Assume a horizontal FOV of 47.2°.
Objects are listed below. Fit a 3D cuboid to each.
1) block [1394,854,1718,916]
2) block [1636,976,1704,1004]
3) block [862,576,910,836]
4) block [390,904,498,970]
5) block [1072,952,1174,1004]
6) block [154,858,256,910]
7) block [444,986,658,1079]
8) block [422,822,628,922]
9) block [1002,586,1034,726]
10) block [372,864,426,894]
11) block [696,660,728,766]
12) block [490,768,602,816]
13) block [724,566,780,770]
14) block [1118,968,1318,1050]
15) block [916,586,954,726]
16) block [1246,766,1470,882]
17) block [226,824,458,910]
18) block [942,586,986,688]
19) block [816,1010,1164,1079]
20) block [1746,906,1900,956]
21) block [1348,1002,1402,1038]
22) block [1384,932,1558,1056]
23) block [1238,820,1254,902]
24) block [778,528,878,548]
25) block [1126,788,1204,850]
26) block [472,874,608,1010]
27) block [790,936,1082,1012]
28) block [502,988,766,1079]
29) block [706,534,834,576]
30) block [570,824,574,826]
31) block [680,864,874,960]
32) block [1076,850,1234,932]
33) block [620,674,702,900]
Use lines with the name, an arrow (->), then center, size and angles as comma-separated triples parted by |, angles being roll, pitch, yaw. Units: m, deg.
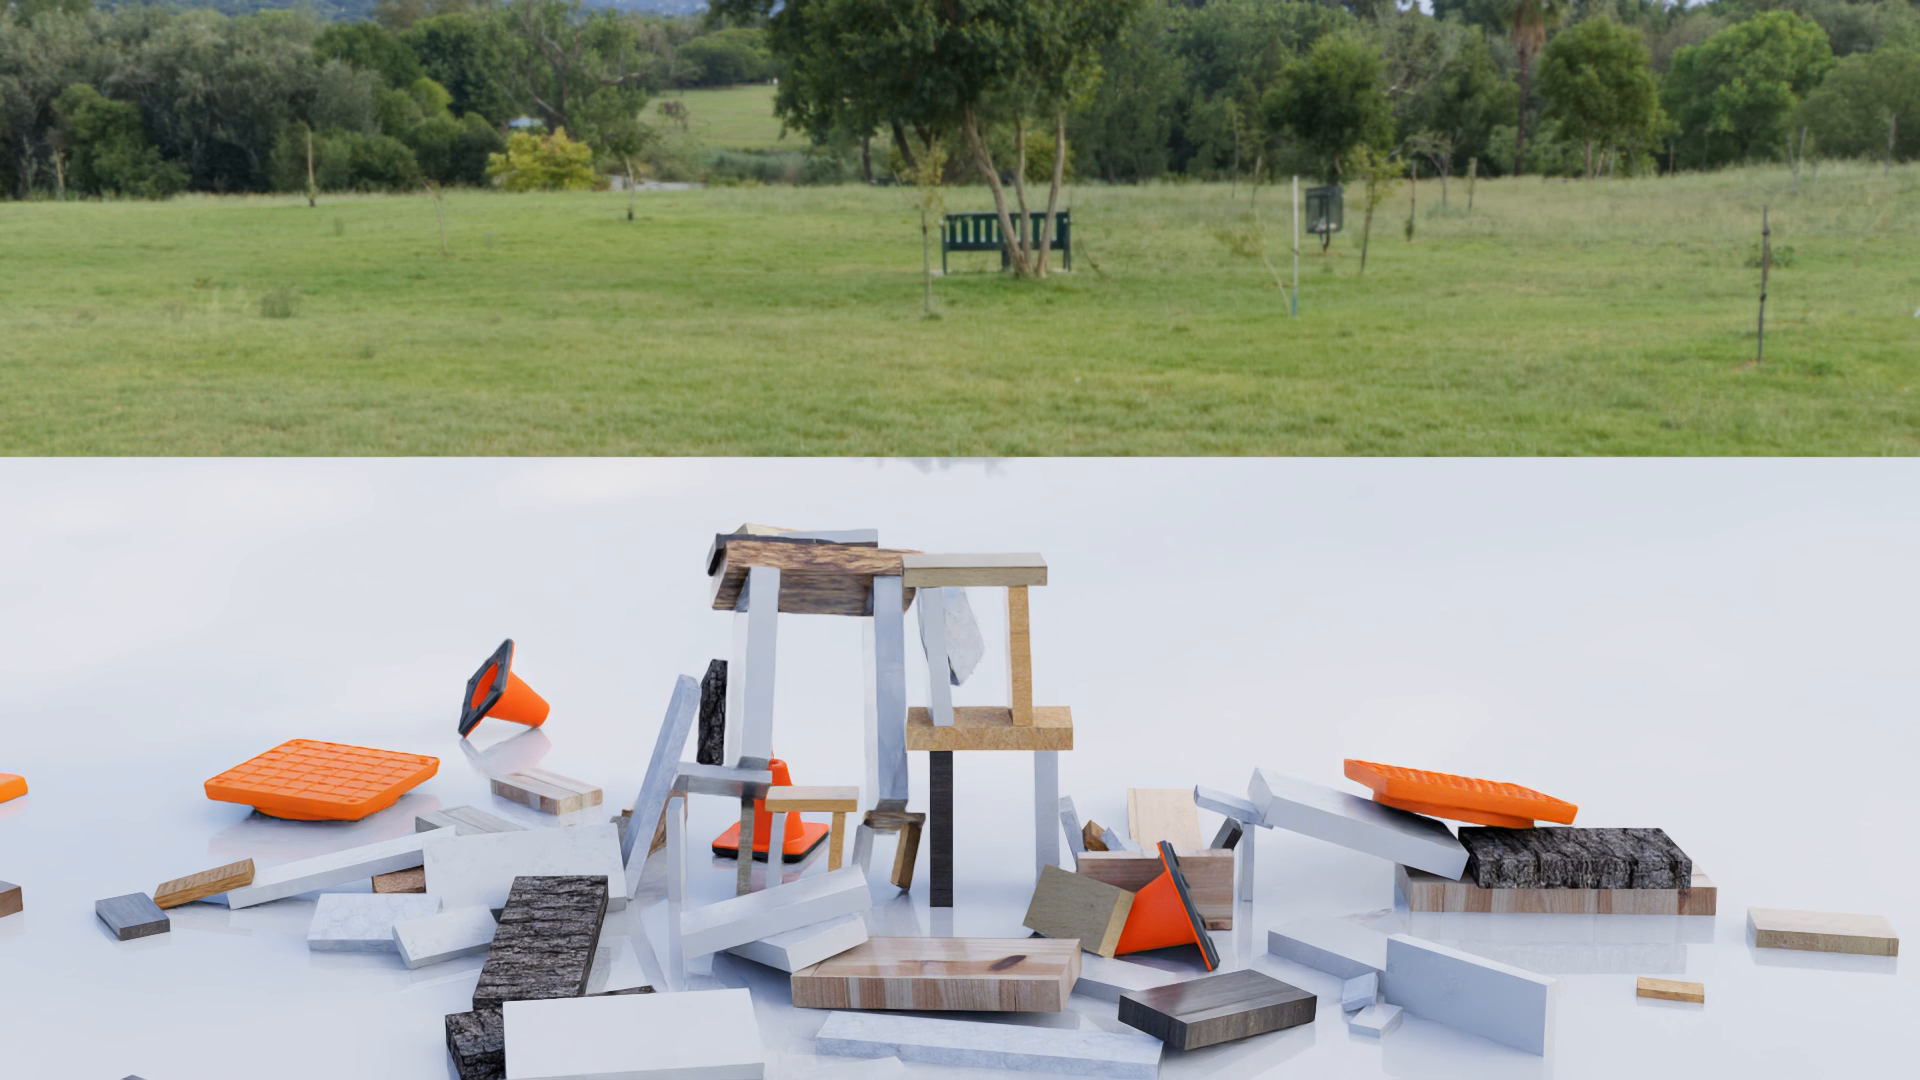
block -> 0.983, 0.568, 3.655 | 0.491, 0.048, 0.170 | 0, 11, 2
block -> 1.046, 0.663, 3.240 | 0.094, 0.013, 0.047 | 3, 11, 16
block -> -0.131, 0.286, 3.805 | 0.050, 0.411, 0.175 | 2, -28, -9
block -> -0.790, 0.612, 3.395 | 0.153, 0.022, 0.077 | -7, 43, -35
block -> 0.215, 0.651, 3.268 | 0.184, 0.026, 0.092 | 7, 12, 32
block -> -1.247, 0.568, 3.632 | 0.153, 0.022, 0.076 | -15, 12, -10
block -> -0.553, 0.684, 3.049 | 0.293, 0.042, 0.147 | -4, 12, -21
block -> -0.709, 0.545, 3.578 | 0.314, 0.041, 0.146 | -3, 48, -16
block -> 0.094, 0.177, 3.578 | 0.032, 0.228, 0.114 | -3, 11, -3
block -> -0.821, 0.563, 3.651 | 0.292, 0.041, 0.146 | -7, 10, -19
block -> -0.419, 0.309, 3.709 | 0.027, 0.193, 0.096 | 9, -33, -15
block -> -0.788, 0.478, 4.191 | 0.210, 0.030, 0.105 | 10, 14, 42
block -> -0.355, 0.240, 3.744 | 0.050, 0.350, 0.175 | 7, -29, -13
block -> 0.366, 0.661, 3.109 | 0.264, 0.037, 0.132 | -1, 9, -40
block -> -0.042, 0.178, 3.577 | 0.032, 0.228, 0.114 | -7, 11, -6
block -> 0.657, 0.469, 3.650 | 0.340, 0.048, 0.170 | 17, 9, -5
block -> -1.023, 0.543, 3.660 | 0.370, 0.027, 0.095 | -12, 12, -9
block -> -0.007, 0.165, 3.816 | 0.025, 0.187, 0.089 | 18, 58, 29
block -> 0.041, 0.696, 3.027 | 0.471, 0.026, 0.092 | 2, 11, 11
block -> 1.353, 0.615, 3.456 | 0.208, 0.029, 0.104 | 2, 11, 11
block -> 0.593, 0.683, 3.133 | 0.047, 0.013, 0.094 | 6, 12, 30
block -> 0.720, 0.641, 3.111 | 0.258, 0.104, 0.029 | 10, 15, 44
block -> 0.476, 0.525, 3.653 | 0.019, 0.132, 0.066 | 0, 10, 2
block -> -0.235, 0.015, 3.914 | 0.177, 0.025, 0.089 | -3, -27, -4
block -> 0.367, 0.518, 3.958 | 0.124, 0.035, 0.371 | 1, 11, 3
block -> -0.627, 0.613, 3.323 | 0.147, 0.042, 0.405 | 0, 16, -2
block -> -0.032, 0.634, 3.221 | 0.397, 0.047, 0.167 | -2, 10, 14
block -> -0.438, 0.676, 2.938 | 0.333, 0.047, 0.167 | 0, 24, -13
block -> -0.334, 0.032, 3.870 | 0.210, 0.030, 0.105 | 3, -28, -16
block -> -0.665, 0.535, 3.749 | 0.055, 0.016, 0.111 | -40, 36, 0
block -> -0.281, 0.563, 3.342 | 0.286, 0.037, 0.132 | -15, 7, -6
block -> 0.309, 0.559, 3.498 | 0.248, 0.124, 0.035 | -1, 11, -3
block -> -0.506, 0.410, 3.662 | 0.027, 0.369, 0.096 | 18, 5, -17
